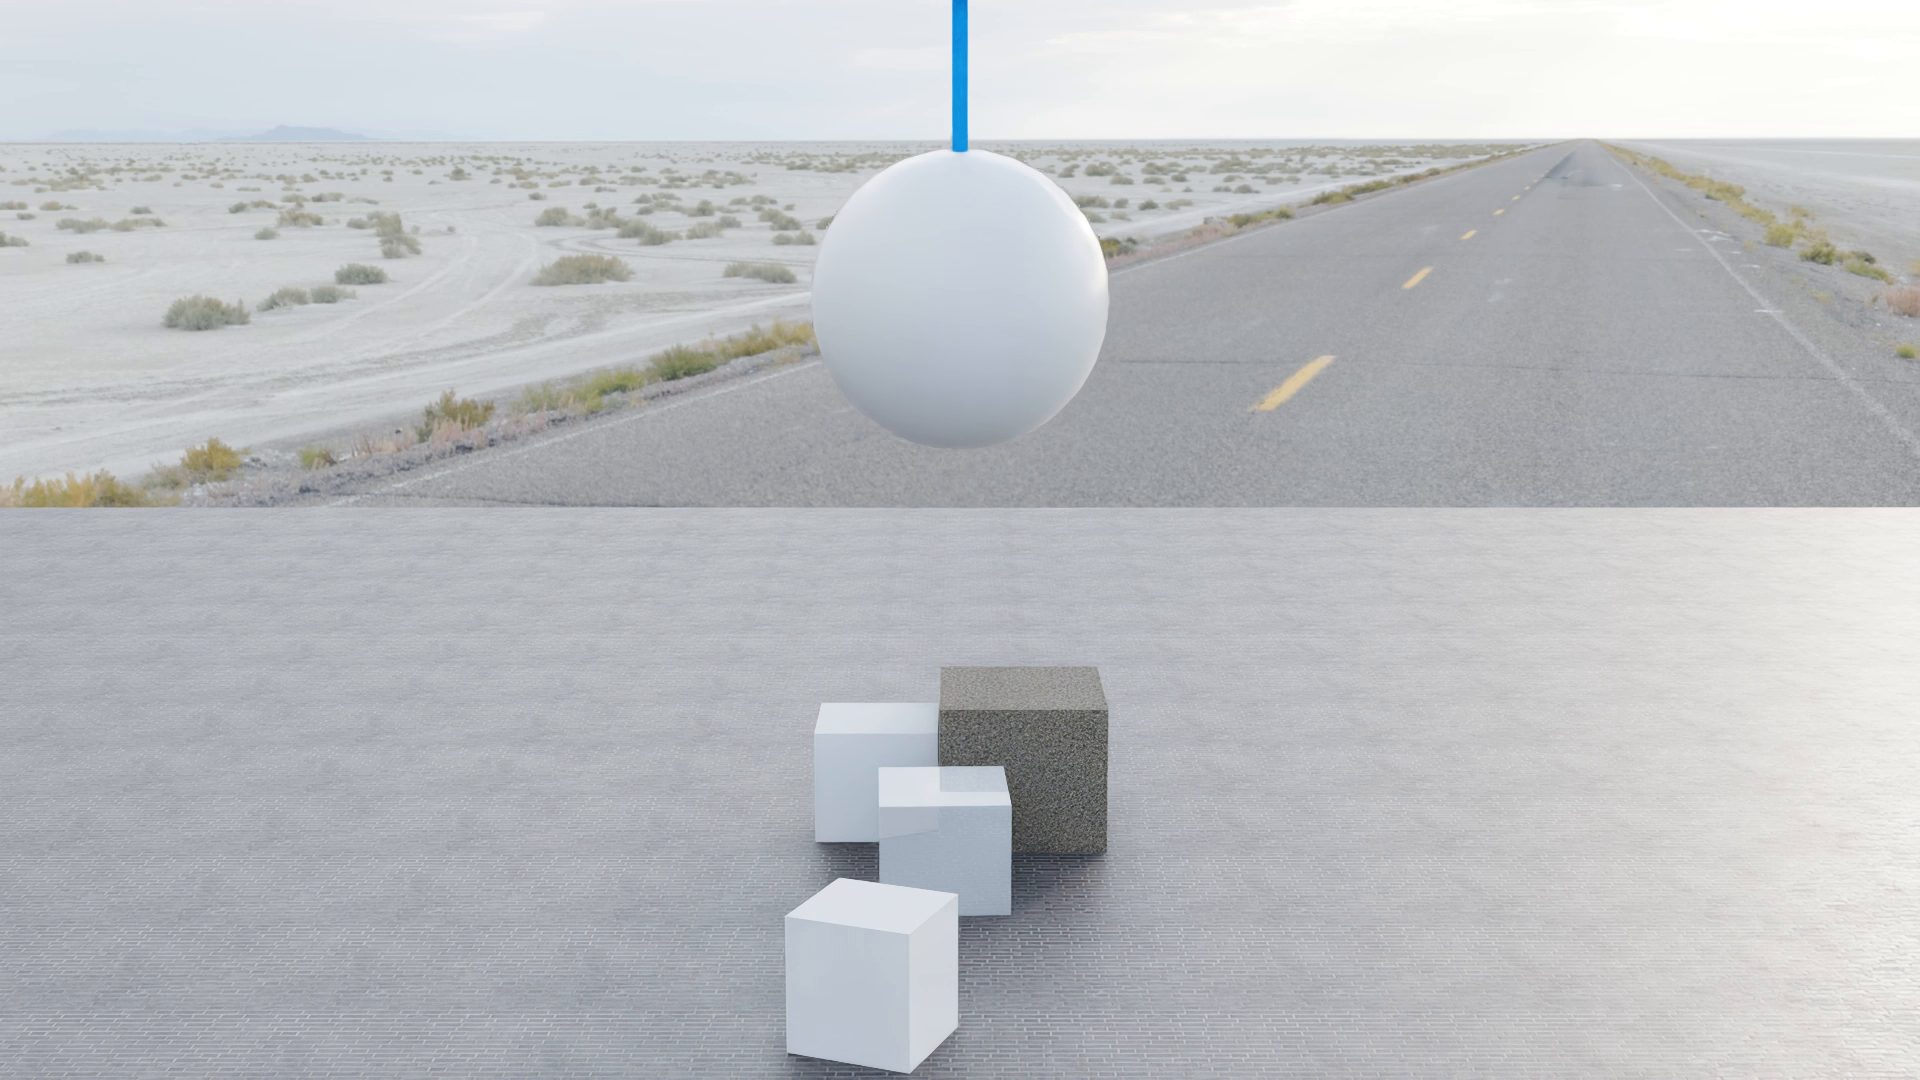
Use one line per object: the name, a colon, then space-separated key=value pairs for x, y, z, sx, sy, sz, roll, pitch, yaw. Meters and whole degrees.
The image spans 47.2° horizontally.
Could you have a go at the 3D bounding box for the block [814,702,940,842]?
block: x=-0.422 y=1.197 z=11.395 sx=0.622 sy=0.568 sz=0.609 roll=0 pitch=10 yaw=0

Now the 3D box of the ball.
ball: x=0.000 y=-1.283 z=11.771 sx=1.600 sy=1.600 sz=1.600 roll=0 pitch=10 yaw=0

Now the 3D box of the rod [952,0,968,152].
rod: x=0.000 y=-4.515 z=10.716 sx=0.080 sy=5.200 sz=0.080 roll=0 pitch=18 yaw=0

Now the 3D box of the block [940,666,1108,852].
block: x=0.316 y=1.118 z=11.367 sx=0.834 sy=0.734 sz=0.911 roll=0 pitch=10 yaw=0

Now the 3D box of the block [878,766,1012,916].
block: x=-0.079 y=1.409 z=10.351 sx=0.602 sy=0.524 sz=0.638 roll=0 pitch=10 yaw=-2

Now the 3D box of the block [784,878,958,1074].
block: x=-0.341 y=1.702 z=8.649 sx=0.522 sy=0.557 sz=0.487 roll=4 pitch=11 yaw=22
